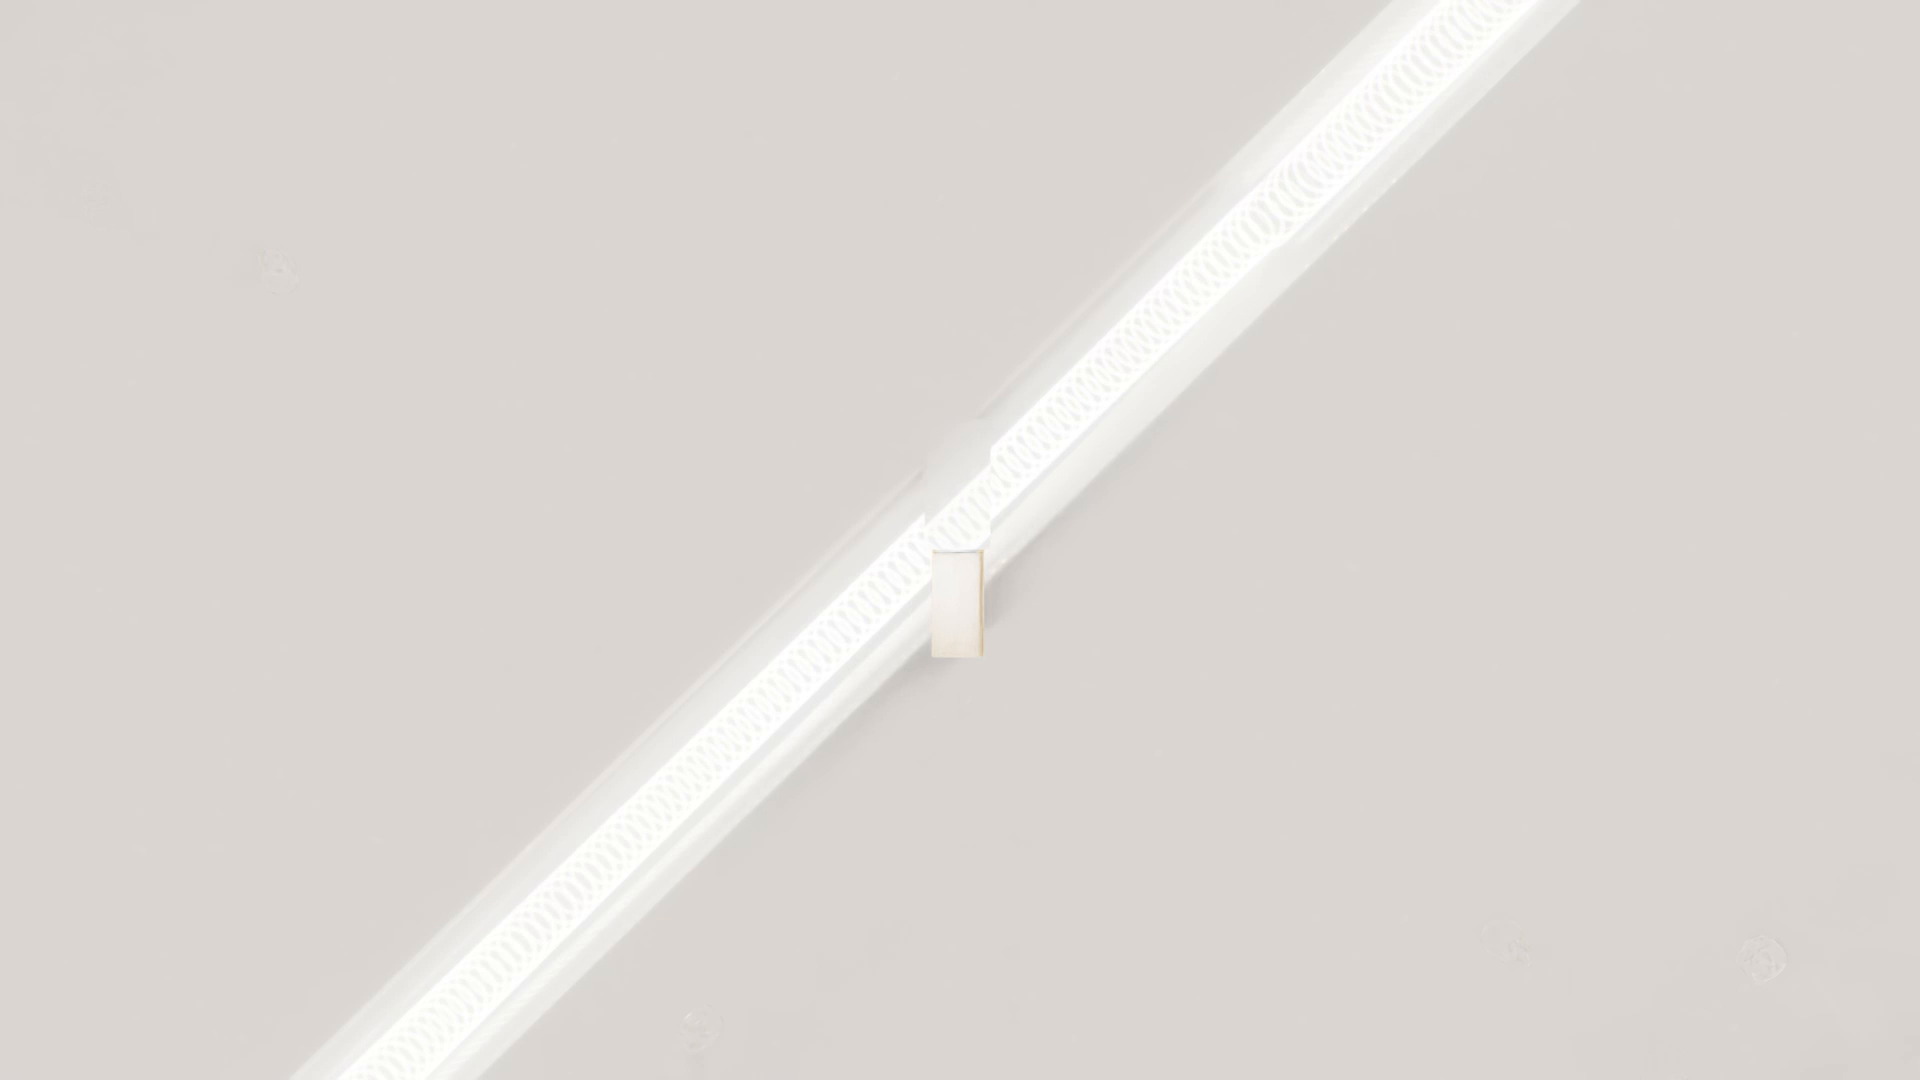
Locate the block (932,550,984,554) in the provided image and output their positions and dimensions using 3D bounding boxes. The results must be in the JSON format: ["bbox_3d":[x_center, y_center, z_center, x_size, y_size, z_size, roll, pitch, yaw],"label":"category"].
[{"bbox_3d":[-0.005,0.094,4.590,0.145,0.041,0.291,0,90,0],"label":"block"}]

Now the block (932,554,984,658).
[{"bbox_3d":[-0.006,0.160,4.059,0.127,0.036,0.254,0,90,0],"label":"block"}]

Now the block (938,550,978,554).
[{"bbox_3d":[-0.003,0.091,4.346,0.104,0.030,0.209,0,90,0],"label":"block"}]

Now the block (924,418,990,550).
[{"bbox_3d":[-0.006,-0.134,3.994,0.157,0.044,0.314,0,90,0],"label":"block"}]
